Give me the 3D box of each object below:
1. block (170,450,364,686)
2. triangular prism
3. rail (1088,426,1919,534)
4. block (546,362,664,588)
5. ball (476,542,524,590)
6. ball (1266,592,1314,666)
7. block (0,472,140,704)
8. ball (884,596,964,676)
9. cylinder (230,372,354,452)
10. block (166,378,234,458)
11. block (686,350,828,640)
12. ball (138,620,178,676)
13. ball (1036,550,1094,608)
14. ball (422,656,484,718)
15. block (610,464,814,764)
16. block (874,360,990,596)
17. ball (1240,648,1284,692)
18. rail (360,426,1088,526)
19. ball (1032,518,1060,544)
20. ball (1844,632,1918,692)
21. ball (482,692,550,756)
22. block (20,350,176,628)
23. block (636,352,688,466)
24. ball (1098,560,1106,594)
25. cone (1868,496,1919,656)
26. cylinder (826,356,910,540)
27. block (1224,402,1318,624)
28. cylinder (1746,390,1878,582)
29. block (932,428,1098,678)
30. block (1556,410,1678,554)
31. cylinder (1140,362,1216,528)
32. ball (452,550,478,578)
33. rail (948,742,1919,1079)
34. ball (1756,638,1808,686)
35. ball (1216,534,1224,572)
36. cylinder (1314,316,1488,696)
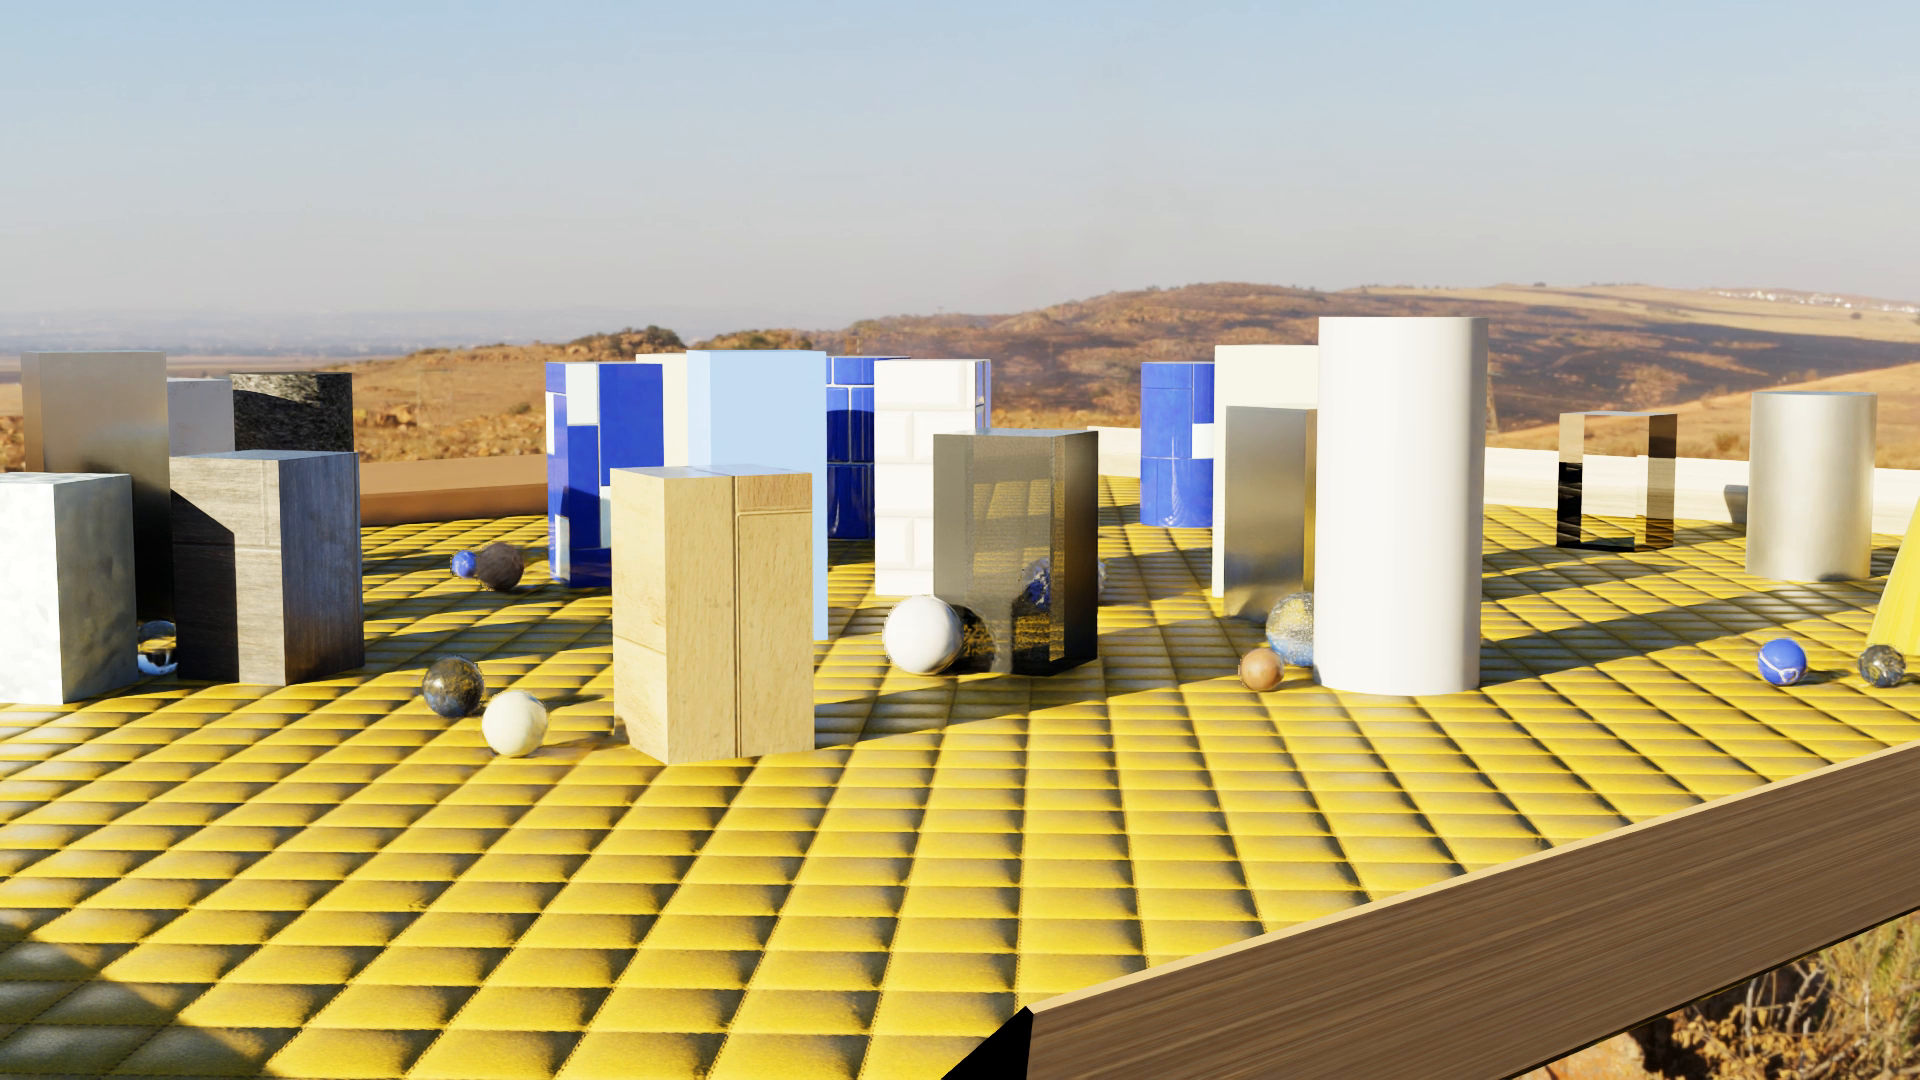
[{"bbox_3d":[-0.848,0.029,2.701,0.157,0.269,0.157,2,6,20],"label":"block"},{"bbox_3d":[0.482,-0.113,3.479,0.170,0.390,0.148,0,6,1],"label":"triangular prism"},{"bbox_3d":[1.511,-0.112,4.719,0.045,0.128,3.482,-5,8,-42],"label":"rail"},{"bbox_3d":[-0.583,-0.111,3.615,0.157,0.359,0.157,-2,6,-22],"label":"block"},{"bbox_3d":[-0.732,0.043,3.500,0.076,0.076,0.076,0,6,0],"label":"ball"},{"bbox_3d":[0.430,0.112,2.753,0.094,0.094,0.094,0,6,0],"label":"ball"},{"bbox_3d":[-1.079,0.052,2.569,0.157,0.250,0.157,1,6,11],"label":"block"},{"bbox_3d":[-0.044,0.117,2.690,0.097,0.097,0.097,0,6,0],"label":"ball"},{"bbox_3d":[-1.122,-0.111,3.706,0.197,0.339,0.197,0,6,0],"label":"cylinder"},{"bbox_3d":[-1.273,-0.089,3.525,0.157,0.334,0.157,6,8,43],"label":"block"},{"bbox_3d":[-0.279,-0.063,3.009,0.157,0.389,0.157,-2,6,-18],"label":"block"},{"bbox_3d":[-0.980,0.132,2.687,0.068,0.068,0.068,0,6,0],"label":"ball"},{"bbox_3d":[0.158,0.059,3.300,0.085,0.085,0.085,0,6,0],"label":"ball"},{"bbox_3d":[-0.556,0.161,2.412,0.067,0.067,0.067,0,6,0],"label":"ball"},{"bbox_3d":[-0.254,0.070,2.251,0.157,0.282,0.157,-3,7,-28],"label":"block"},{"bbox_3d":[-0.041,-0.103,3.502,0.157,0.365,0.157,1,6,10],"label":"block"},{"bbox_3d":[0.355,0.152,2.577,0.051,0.051,0.051,0,6,0],"label":"ball"},{"bbox_3d":[-1.165,-0.098,4.587,4.160,0.128,0.045,-5,8,-42],"label":"rail"},{"bbox_3d":[0.162,-0.017,4.187,0.053,0.053,0.053,0,6,0],"label":"ball"},{"bbox_3d":[1.091,0.149,2.604,0.081,0.081,0.081,0,6,0],"label":"ball"},{"bbox_3d":[-0.444,0.184,2.199,0.066,0.066,0.066,0,6,0],"label":"ball"},{"bbox_3d":[-1.163,-0.059,2.968,0.157,0.389,0.157,-4,7,-31],"label":"block"},{"bbox_3d":[-0.474,-0.149,3.939,0.157,0.367,0.157,1,6,13],"label":"block"},{"bbox_3d":[0.188,0.057,3.376,0.074,0.074,0.074,0,6,0],"label":"ball"},{"bbox_3d":[1.307,-0.024,2.902,0.197,0.332,0.197,0,6,0],"label":"cone"},{"bbox_3d":[-0.195,-0.185,4.348,0.197,0.353,0.197,0,6,0],"label":"cylinder"},{"bbox_3d":[0.494,-0.040,3.174,0.157,0.308,0.157,-5,8,-38],"label":"block"},{"bbox_3d":[1.431,-0.094,3.701,0.197,0.306,0.197,0,6,0],"label":"cylinder"},{"bbox_3d":[0.071,0.010,2.767,0.157,0.293,0.157,3,7,25],"label":"block"},{"bbox_3d":[1.235,-0.112,4.135,0.157,0.252,0.157,6,8,43],"label":"block"},{"bbox_3d":[0.475,-0.202,4.595,0.197,0.336,0.197,0,6,0],"label":"cylinder"},{"bbox_3d":[-0.822,0.041,3.659,0.047,0.047,0.047,0,6,0],"label":"ball"},{"bbox_3d":[1.165,0.164,2.077,4.160,0.128,0.045,-5,8,-42],"label":"rail"},{"bbox_3d":[0.978,0.145,2.614,0.057,0.057,0.057,0,6,0],"label":"ball"},{"bbox_3d":[0.468,0.021,3.636,0.091,0.091,0.091,0,6,0],"label":"ball"},{"bbox_3d":[0.525,-0.047,2.625,0.197,0.436,0.197,0,6,0],"label":"cylinder"}]
